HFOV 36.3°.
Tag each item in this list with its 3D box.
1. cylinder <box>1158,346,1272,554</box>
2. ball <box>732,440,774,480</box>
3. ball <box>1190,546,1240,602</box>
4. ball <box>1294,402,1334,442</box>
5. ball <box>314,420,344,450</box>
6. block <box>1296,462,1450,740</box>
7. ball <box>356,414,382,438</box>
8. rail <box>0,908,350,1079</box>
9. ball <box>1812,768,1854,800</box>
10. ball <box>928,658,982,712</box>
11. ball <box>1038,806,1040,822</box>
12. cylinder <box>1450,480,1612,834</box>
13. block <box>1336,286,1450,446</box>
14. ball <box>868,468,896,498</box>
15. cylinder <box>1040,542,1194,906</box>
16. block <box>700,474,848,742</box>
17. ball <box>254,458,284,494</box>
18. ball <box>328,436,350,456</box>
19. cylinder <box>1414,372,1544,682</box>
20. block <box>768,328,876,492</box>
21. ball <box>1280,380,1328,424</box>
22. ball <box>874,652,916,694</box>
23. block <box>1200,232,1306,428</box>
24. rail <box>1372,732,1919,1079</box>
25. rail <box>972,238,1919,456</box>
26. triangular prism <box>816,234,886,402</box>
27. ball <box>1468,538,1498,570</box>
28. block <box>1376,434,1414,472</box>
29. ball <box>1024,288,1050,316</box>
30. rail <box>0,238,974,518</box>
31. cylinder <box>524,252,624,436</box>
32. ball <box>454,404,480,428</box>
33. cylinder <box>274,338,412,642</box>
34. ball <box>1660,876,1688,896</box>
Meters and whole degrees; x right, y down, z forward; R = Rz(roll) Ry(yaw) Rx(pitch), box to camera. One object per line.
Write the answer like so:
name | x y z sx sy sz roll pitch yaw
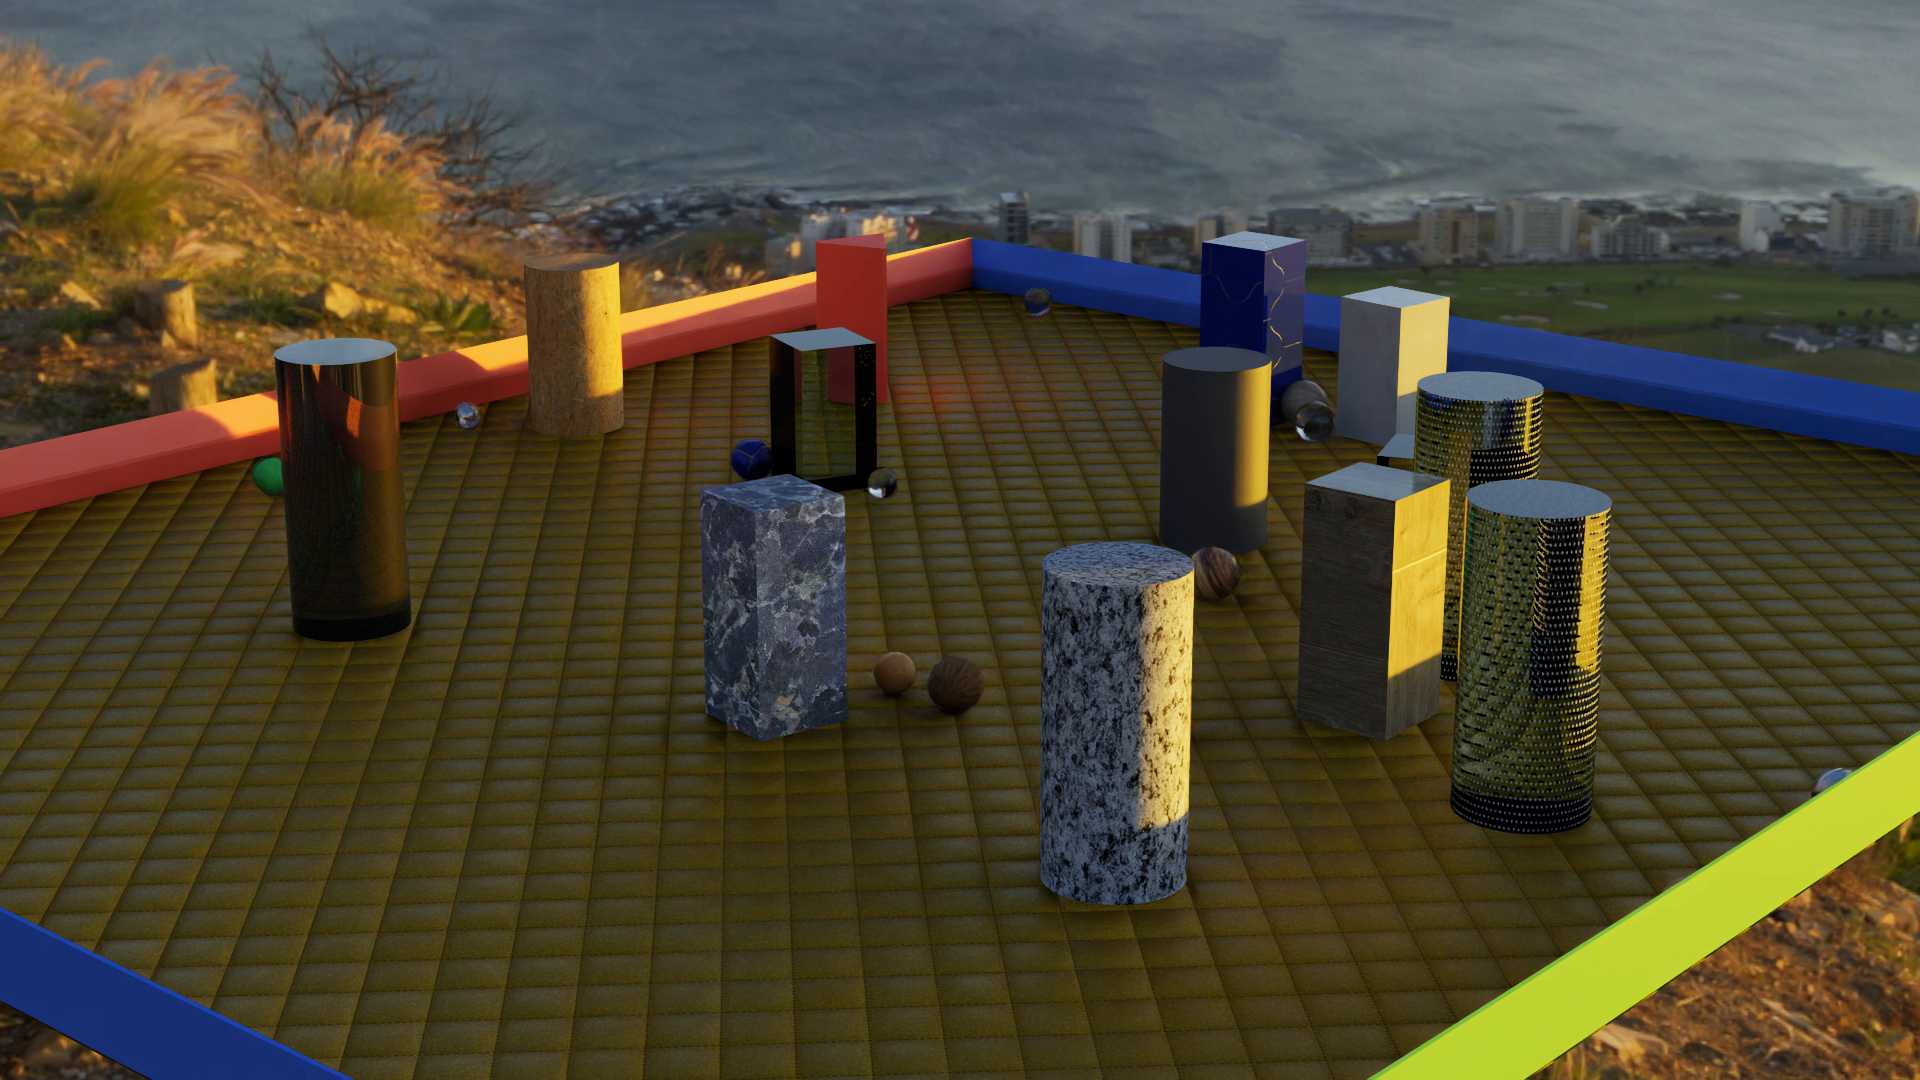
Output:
cylinder | 0.470 -0.166 5.409 0.199 0.344 0.199 0 17 0
ball | -0.413 -0.159 5.840 0.082 0.082 0.082 0 17 0
ball | 0.439 0.059 5.094 0.095 0.095 0.095 0 17 0
ball | 0.741 -0.248 6.132 0.084 0.084 0.084 0 17 0
ball | -1.308 -0.219 6.073 0.062 0.062 0.062 0 17 0
block | 0.633 0.092 4.496 0.159 0.377 0.159 13 21 37
ball | -1.241 -0.240 6.161 0.052 0.052 0.052 0 17 0
rail | -1.294 0.462 3.693 3.391 0.129 0.045 14 22 39
ball | 1.240 0.360 4.130 0.076 0.076 0.076 0 17 0
ball | -0.008 0.225 4.560 0.085 0.085 0.085 0 17 0
ball | 0.139 0.381 4.081 0.062 0.062 0.062 0 17 0
cylinder | 0.801 0.162 4.120 0.199 0.459 0.199 0 17 0
block | 0.906 -0.363 6.145 0.159 0.297 0.159 -15 22 -41
ball | -0.153 -0.110 5.720 0.057 0.057 0.057 0 17 0
cylinder | 0.207 0.241 3.891 0.199 0.440 0.199 0 17 0
block | -0.285 0.101 4.495 0.159 0.360 0.159 -12 20 -34
ball | -1.347 -0.125 5.744 0.072 0.072 0.072 0 17 0
ball | -1.277 -0.194 6.028 0.041 0.041 0.041 0 17 0
cylinder | 0.826 -0.022 4.723 0.199 0.465 0.199 0 17 0
block | -0.271 -0.255 5.797 0.159 0.291 0.159 -8 19 -25
ball | 0.733 -0.290 6.246 0.099 0.099 0.099 0 17 0
ball | -0.103 0.210 4.641 0.066 0.066 0.066 0 17 0
block | 0.624 -0.449 6.272 0.159 0.387 0.159 13 21 37
rail | 1.262 0.348 4.070 0.045 0.129 3.995 14 22 39
rail | 1.294 -0.398 6.547 3.391 0.129 0.045 14 22 39
triangular prism | -0.208 -0.497 6.507 0.172 0.345 0.149 8 19 25
ball | 0.941 0.026 5.273 0.056 0.056 0.056 0 17 0
block | 0.813 -0.029 5.083 0.159 0.269 0.159 6 18 19
ball | 0.193 -0.592 7.307 0.066 0.066 0.066 0 17 0
rail | -1.262 -0.284 6.169 0.045 0.129 3.995 14 22 39
cylinder | -0.818 -0.417 6.224 0.199 0.354 0.199 0 17 0
ball | -1.049 -0.263 6.240 0.051 0.051 0.051 0 17 0
cylinder | -1.033 -0.086 4.918 0.199 0.473 0.199 0 17 0
ball | 0.936 0.468 3.784 0.067 0.067 0.067 0 17 0
